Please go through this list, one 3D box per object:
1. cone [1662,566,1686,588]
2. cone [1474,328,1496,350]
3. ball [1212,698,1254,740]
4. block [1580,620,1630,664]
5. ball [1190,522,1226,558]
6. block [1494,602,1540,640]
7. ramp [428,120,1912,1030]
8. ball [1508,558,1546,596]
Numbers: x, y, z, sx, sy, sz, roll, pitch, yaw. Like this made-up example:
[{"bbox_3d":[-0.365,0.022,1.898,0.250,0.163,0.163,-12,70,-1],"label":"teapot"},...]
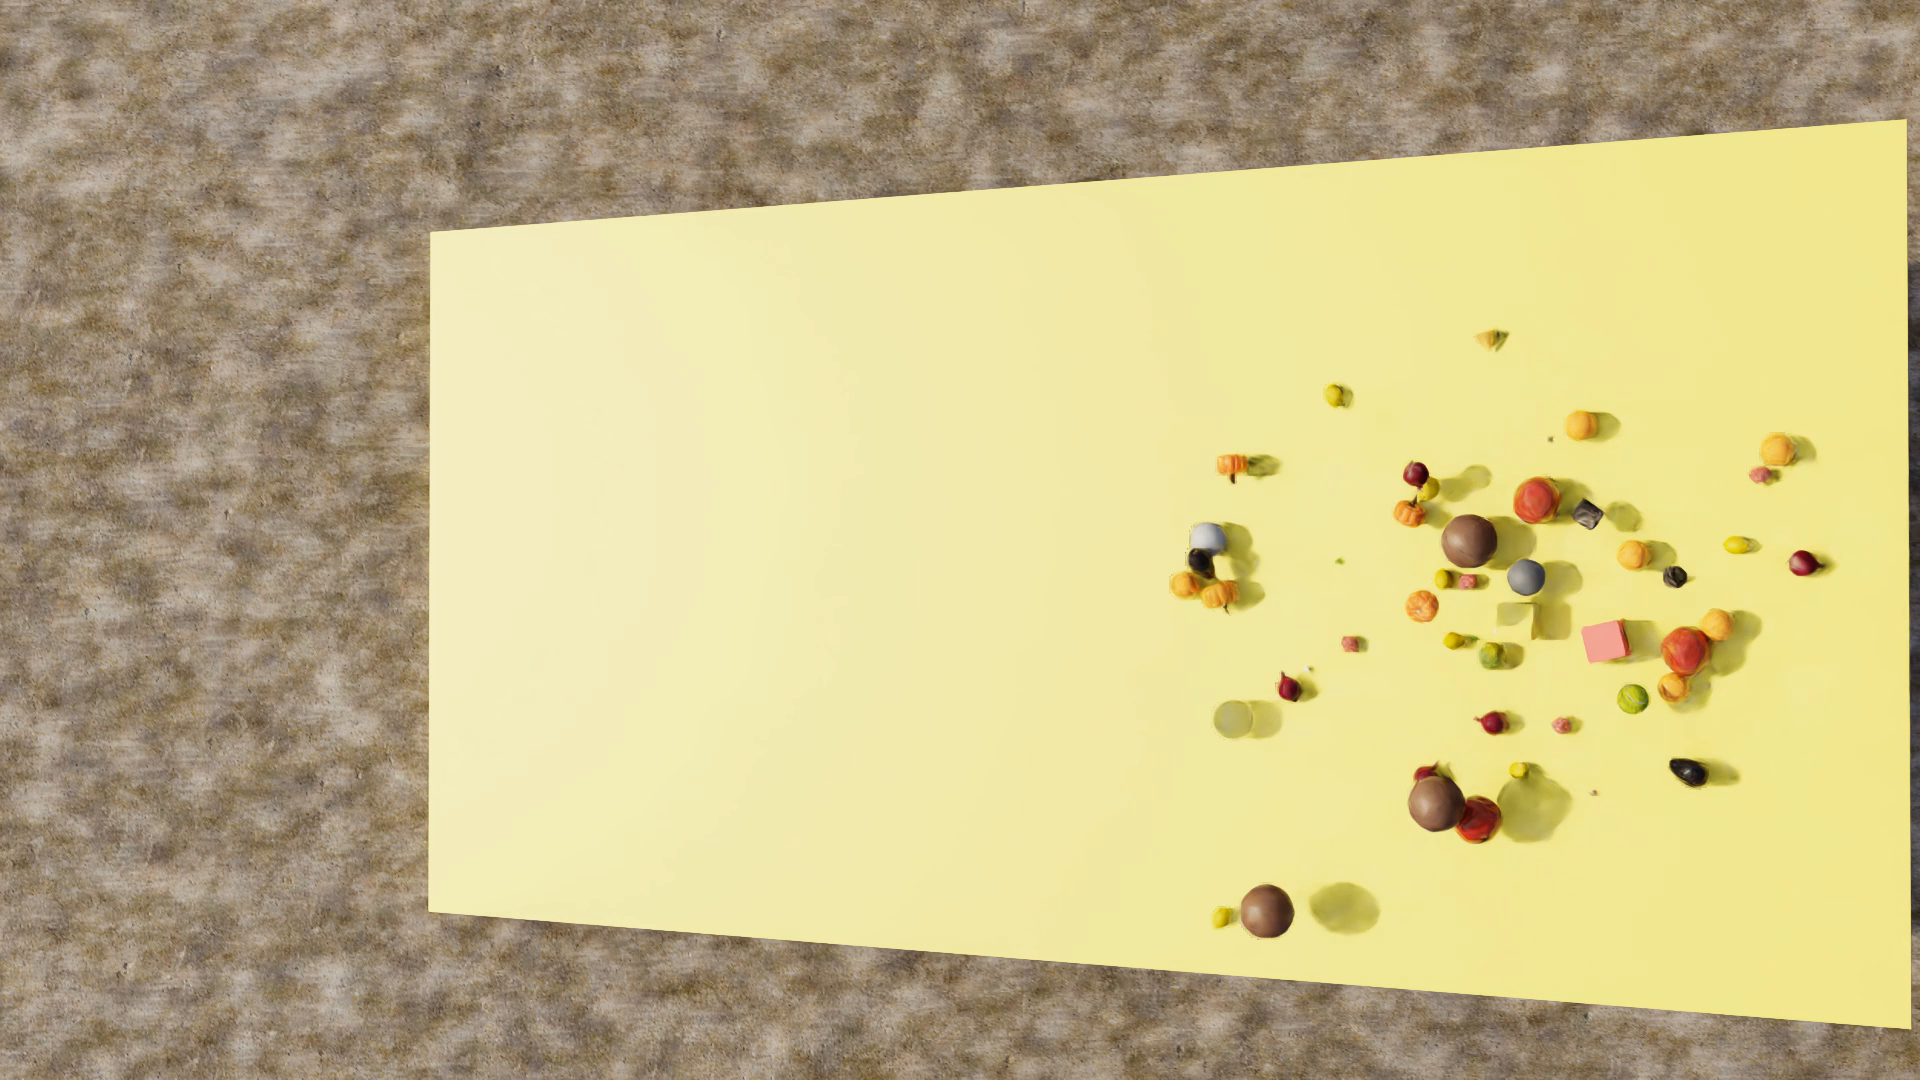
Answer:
[{"bbox_3d":[1.626,0.085,5.013,0.053,0.053,0.053,0,89,24],"label":"cone"},{"bbox_3d":[1.247,-0.468,5.197,0.050,0.050,0.050,-18,94,0],"label":"cone"},{"bbox_3d":[0.673,0.441,5.412,0.099,0.099,0.099,0,89,0],"label":"ball"},{"bbox_3d":[1.485,0.233,5.057,0.085,0.085,0.085,-15,83,23],"label":"block"},{"bbox_3d":[0.616,0.000,5.448,0.090,0.090,0.090,0,89,0],"label":"ball"},{"bbox_3d":[1.303,0.188,5.141,0.083,0.083,0.083,4,91,24],"label":"block"},{"bbox_3d":[0.283,0.083,5.701,4.000,0.100,2.000,0,89,24],"label":"ramp"},{"bbox_3d":[1.316,0.087,5.107,0.086,0.086,0.086,0,89,0],"label":"ball"}]
